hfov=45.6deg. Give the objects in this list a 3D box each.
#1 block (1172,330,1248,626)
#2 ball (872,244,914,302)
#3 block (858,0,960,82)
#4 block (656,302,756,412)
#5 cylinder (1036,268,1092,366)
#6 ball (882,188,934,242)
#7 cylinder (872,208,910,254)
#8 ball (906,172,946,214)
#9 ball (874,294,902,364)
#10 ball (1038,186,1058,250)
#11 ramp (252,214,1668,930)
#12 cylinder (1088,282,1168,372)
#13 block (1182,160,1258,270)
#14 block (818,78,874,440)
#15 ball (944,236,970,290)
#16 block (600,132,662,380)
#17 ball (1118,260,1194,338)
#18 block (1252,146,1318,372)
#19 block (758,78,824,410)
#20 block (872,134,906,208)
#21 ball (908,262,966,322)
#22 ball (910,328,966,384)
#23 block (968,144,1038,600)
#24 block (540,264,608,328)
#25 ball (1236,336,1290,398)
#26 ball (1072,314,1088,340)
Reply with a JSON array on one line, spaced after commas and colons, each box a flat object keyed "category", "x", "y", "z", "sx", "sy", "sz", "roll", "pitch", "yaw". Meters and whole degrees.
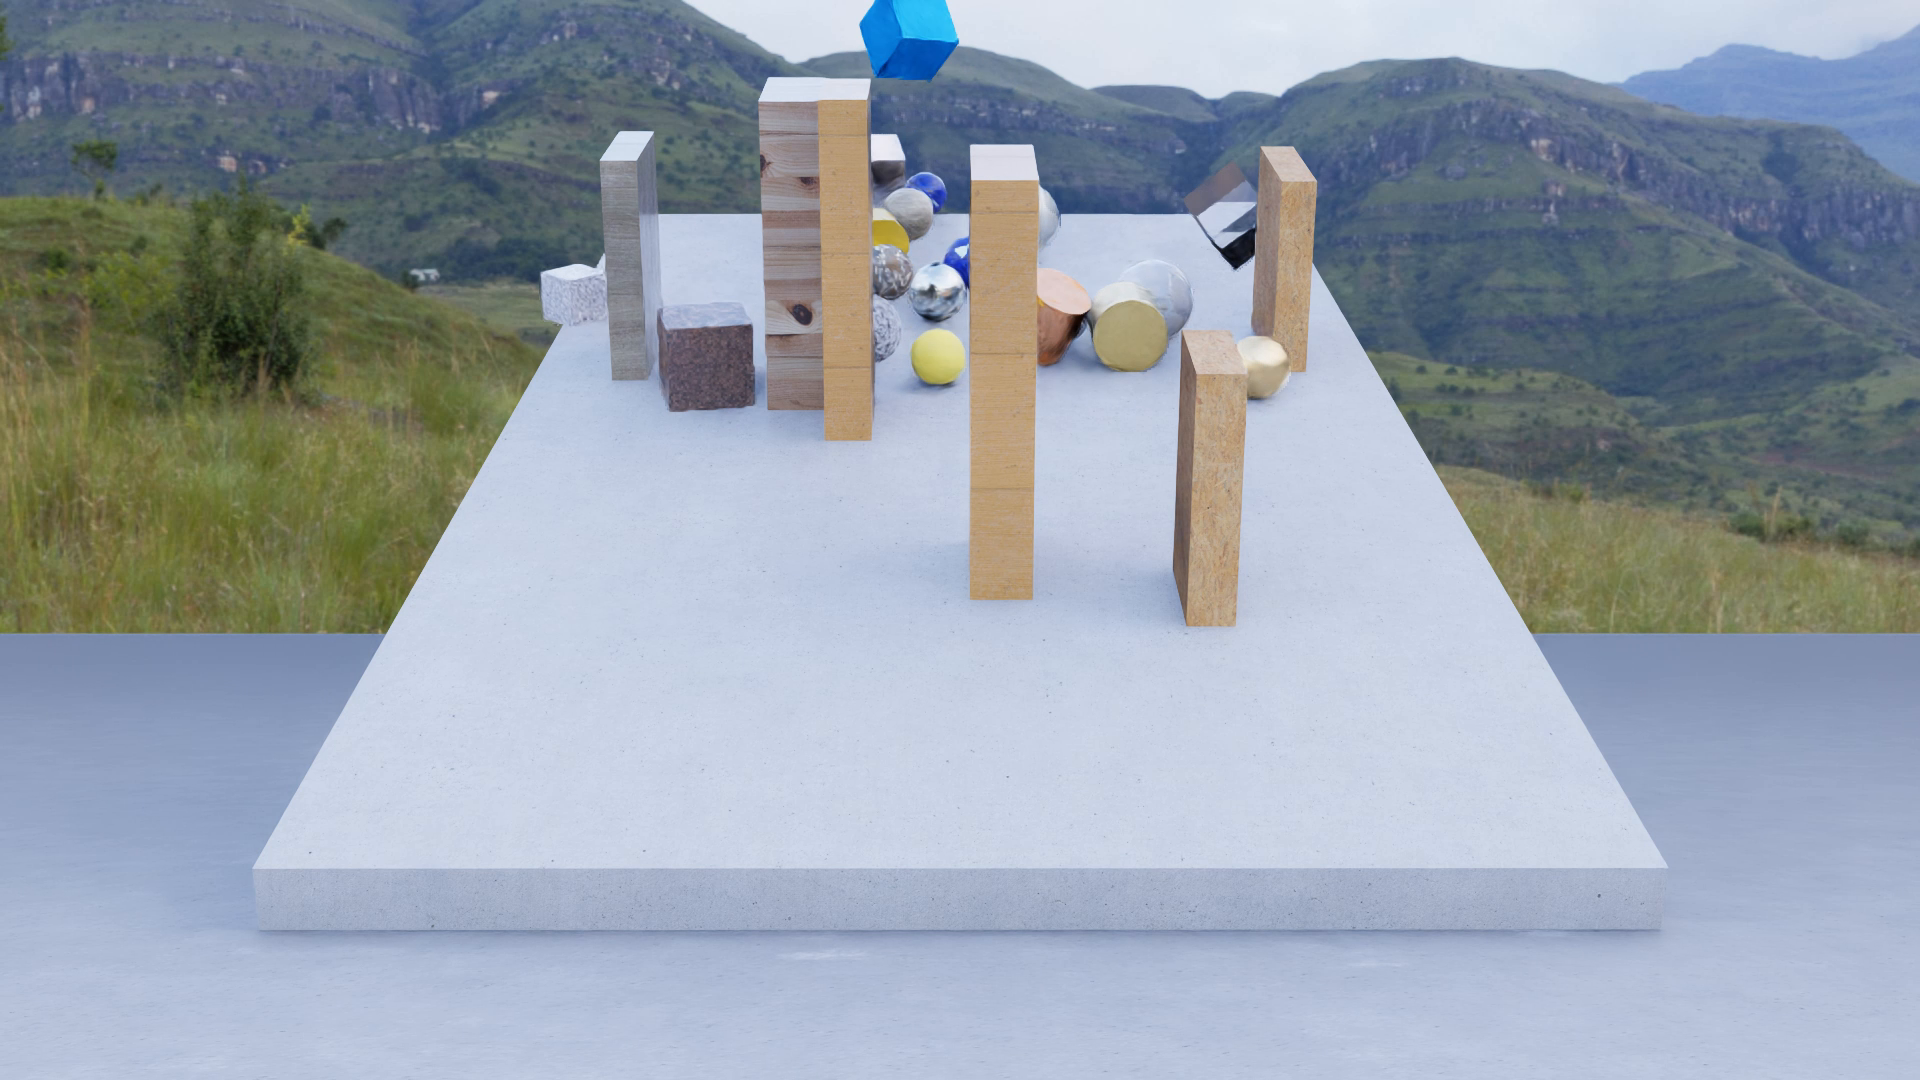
[{"category": "block", "x": 0.442, "y": -0.113, "z": 4.068, "sx": 0.087, "sy": 0.464, "sz": 0.269, "roll": 0, "pitch": 21, "yaw": 0}, {"category": "ball", "x": -0.197, "y": -0.702, "z": 6.009, "sx": 0.150, "sy": 0.150, "sz": 0.150, "roll": 0, "pitch": -2, "yaw": 0}, {"category": "block", "x": -0.145, "y": -1.426, "z": 6.436, "sx": 0.181, "sy": 0.181, "sz": 0.181, "roll": -3, "pitch": -25, "yaw": -32}, {"category": "block", "x": -0.581, "y": -0.420, "z": 5.223, "sx": 0.194, "sy": 0.194, "sz": 0.194, "roll": -5, "pitch": 22, "yaw": -12}, {"category": "cylinder", "x": 0.204, "y": -0.534, "z": 5.474, "sx": 0.165, "sy": 0.165, "sz": 0.165, "roll": 1, "pitch": -44, "yaw": -32}, {"category": "ball", "x": -0.153, "y": -0.942, "z": 6.616, "sx": 0.154, "sy": 0.154, "sz": 0.154, "roll": 0, "pitch": -2, "yaw": 0}, {"category": "cylinder", "x": -0.227, "y": -0.838, "z": 6.362, "sx": 0.146, "sy": 0.146, "sz": 0.146, "roll": 1, "pitch": 21, "yaw": -13}, {"category": "ball", "x": -0.105, "y": -1.037, "z": 6.861, "sx": 0.130, "sy": 0.130, "sz": 0.130, "roll": 0, "pitch": -2, "yaw": 0}, {"category": "ball", "x": -0.212, "y": -0.481, "z": 5.209, "sx": 0.160, "sy": 0.160, "sz": 0.160, "roll": 0, "pitch": -2, "yaw": 0}, {"category": "ball", "x": 0.184, "y": -0.913, "z": 6.490, "sx": 0.195, "sy": 0.195, "sz": 0.195, "roll": 0, "pitch": -2, "yaw": 0}, {"category": "ramp", "x": -0.006, "y": -0.217, "z": 5.109, "sx": 2.000, "sy": 0.100, "sz": 4.000, "roll": 0, "pitch": 21, "yaw": 0}, {"category": "cylinder", "x": 0.401, "y": -0.512, "z": 5.485, "sx": 0.178, "sy": 0.178, "sz": 0.178, "roll": 0, "pitch": 21, "yaw": -1}, {"category": "block", "x": 0.746, "y": -0.884, "z": 6.228, "sx": 0.172, "sy": 0.172, "sz": 0.172, "roll": -36, "pitch": -36, "yaw": 13}, {"category": "block", "x": -0.243, "y": -0.604, "z": 4.945, "sx": 0.101, "sy": 0.740, "sz": 0.242, "roll": 0, "pitch": 21, "yaw": 0}, {"category": "ball", "x": 0.027, "y": -0.743, "z": 6.126, "sx": 0.142, "sy": 0.142, "sz": 0.142, "roll": 0, "pitch": -2, "yaw": 0}, {"category": "block", "x": -0.776, "y": -0.678, "z": 5.434, "sx": 0.084, "sy": 0.521, "sz": 0.334, "roll": 0, "pitch": 21, "yaw": 0}, {"category": "ball", "x": 0.477, "y": -0.592, "z": 5.659, "sx": 0.201, "sy": 0.201, "sz": 0.201, "roll": 0, "pitch": -2, "yaw": 0}, {"category": "block", "x": 0.783, "y": -0.686, "z": 5.547, "sx": 0.081, "sy": 0.459, "sz": 0.397, "roll": 0, "pitch": 21, "yaw": 0}, {"category": "block", "x": -0.369, "y": -0.672, "z": 5.177, "sx": 0.131, "sy": 0.697, "sz": 0.296, "roll": 0, "pitch": 21, "yaw": 0}, {"category": "block", "x": -0.278, "y": -1.086, "z": 6.876, "sx": 0.199, "sy": 0.199, "sz": 0.199, "roll": -4, "pitch": 33, "yaw": -9}, {"category": "ball", "x": -0.058, "y": -0.632, "z": 5.831, "sx": 0.148, "sy": 0.148, "sz": 0.148, "roll": 0, "pitch": -2, "yaw": 0}, {"category": "ball", "x": -0.052, "y": -0.427, "z": 5.333, "sx": 0.130, "sy": 0.130, "sz": 0.130, "roll": 0, "pitch": -2, "yaw": 0}, {"category": "block", "x": 0.075, "y": -0.303, "z": 4.136, "sx": 0.114, "sy": 0.768, "sz": 0.294, "roll": 0, "pitch": 21, "yaw": 0}, {"category": "block", "x": -0.983, "y": -0.626, "z": 5.849, "sx": 0.122, "sy": 0.122, "sz": 0.122, "roll": 19, "pitch": 28, "yaw": 40}, {"category": "ball", "x": 0.681, "y": -0.396, "z": 5.235, "sx": 0.144, "sy": 0.144, "sz": 0.144, "roll": 0, "pitch": -2, "yaw": 0}, {"category": "ball", "x": 0.258, "y": -0.549, "z": 5.662, "sx": 0.118, "sy": 0.118, "sz": 0.118, "roll": 0, "pitch": -2, "yaw": 0}]
